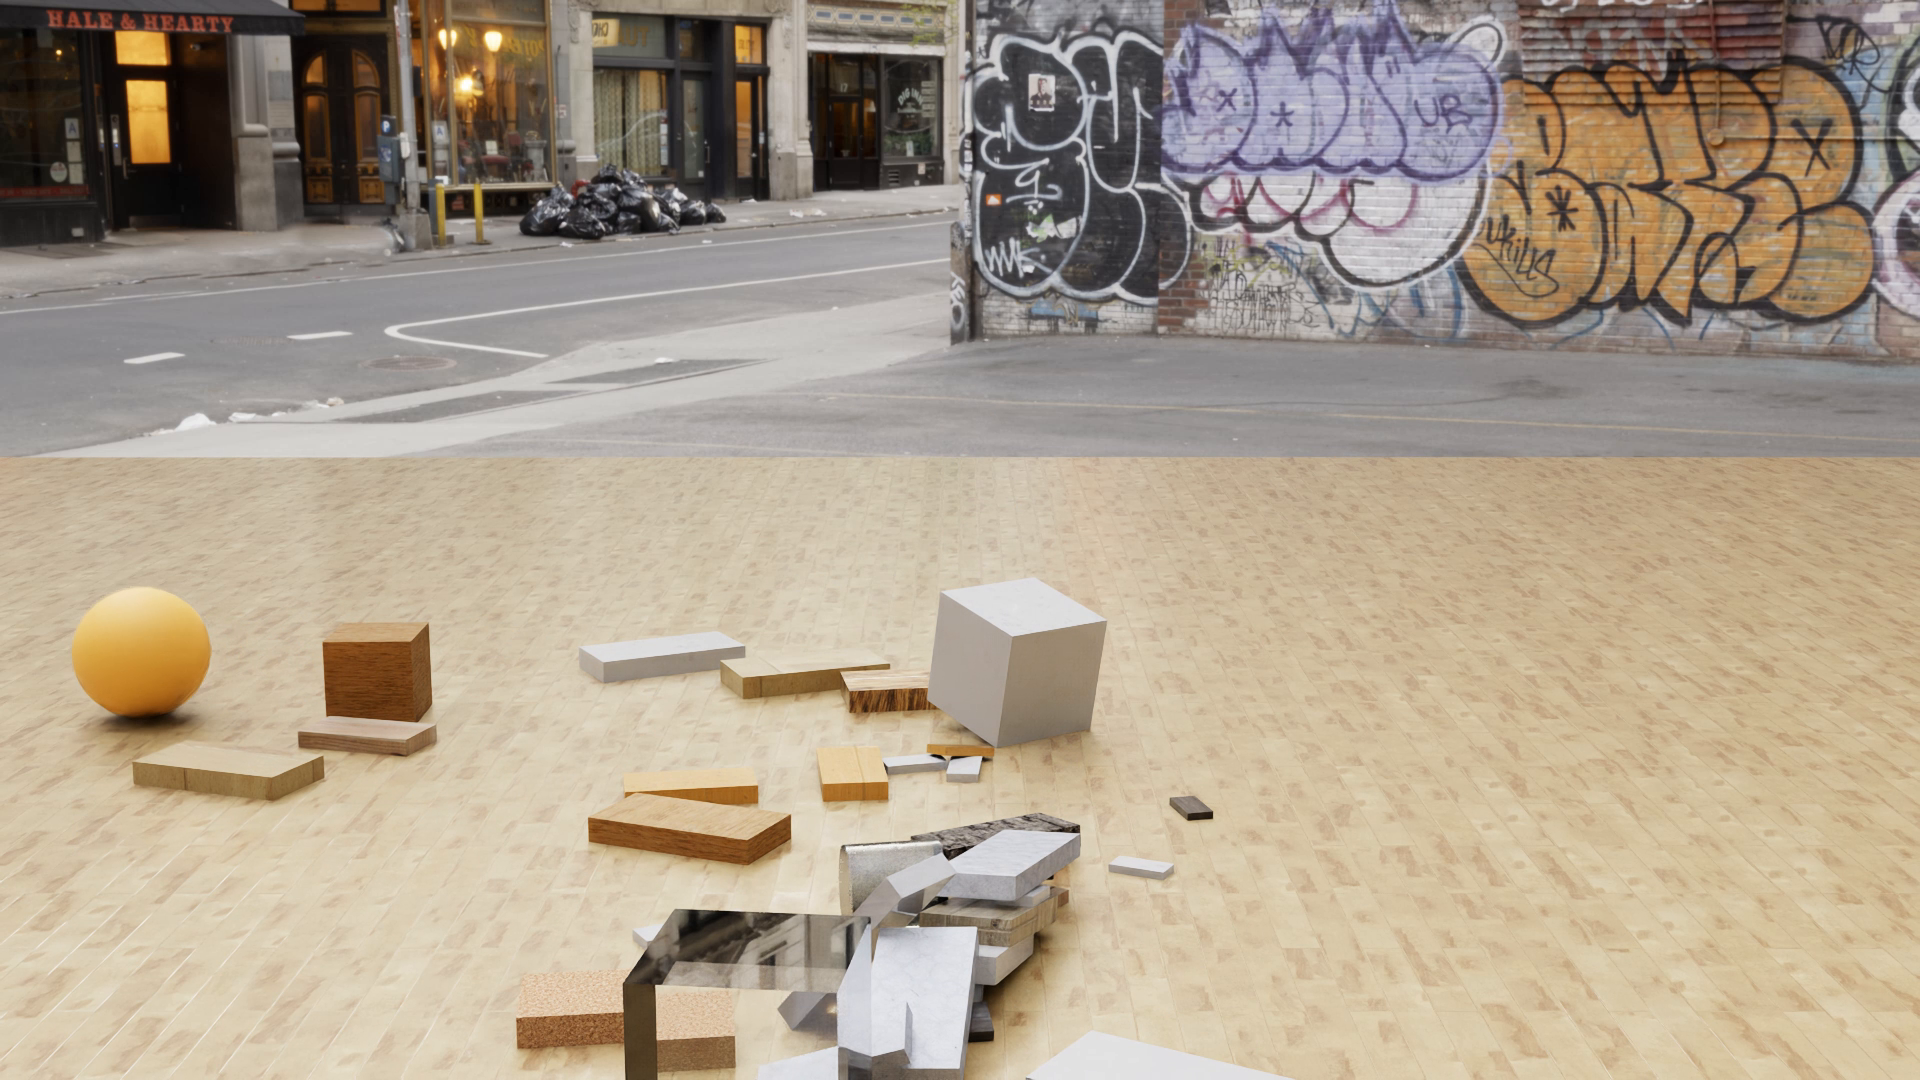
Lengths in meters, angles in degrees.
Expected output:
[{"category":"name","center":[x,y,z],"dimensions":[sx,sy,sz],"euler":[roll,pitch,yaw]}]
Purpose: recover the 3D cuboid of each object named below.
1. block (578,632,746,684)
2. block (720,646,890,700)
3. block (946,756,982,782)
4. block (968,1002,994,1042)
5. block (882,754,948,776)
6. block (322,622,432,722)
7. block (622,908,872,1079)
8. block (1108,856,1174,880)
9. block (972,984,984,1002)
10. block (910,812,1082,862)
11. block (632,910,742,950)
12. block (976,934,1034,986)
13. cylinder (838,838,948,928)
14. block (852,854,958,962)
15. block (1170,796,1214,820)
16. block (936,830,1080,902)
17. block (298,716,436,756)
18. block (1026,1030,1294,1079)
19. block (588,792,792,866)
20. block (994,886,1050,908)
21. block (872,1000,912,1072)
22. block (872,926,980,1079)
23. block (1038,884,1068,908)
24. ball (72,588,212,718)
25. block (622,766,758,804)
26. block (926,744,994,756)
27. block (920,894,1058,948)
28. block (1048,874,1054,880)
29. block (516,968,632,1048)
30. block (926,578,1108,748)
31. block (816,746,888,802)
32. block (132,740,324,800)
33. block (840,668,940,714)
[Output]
[{"category":"block","center":[-0.707,0.276,5.222],"dimensions":[0.353,0.050,0.176],"euler":[-6,12,-28]},{"category":"block","center":[-0.357,0.305,5.067],"dimensions":[0.353,0.050,0.176],"euler":[-4,11,-22]},{"category":"block","center":[0.009,0.454,4.355],"dimensions":[0.062,0.018,0.124],"euler":[1,11,4]},{"category":"block","center":[-0.020,0.680,3.087],"dimensions":[0.126,0.018,0.063],"euler":[-2,28,-10]},{"category":"block","center":[-0.092,0.447,4.390],"dimensions":[0.124,0.018,0.062],"euler":[-3,11,-17]},{"category":"block","center":[-1.262,0.290,4.773],"dimensions":[0.186,0.186,0.186],"euler":[0,11,-2]},{"category":"block","center":[-0.257,0.631,2.740],"dimensions":[0.258,0.258,0.258],"euler":[1,11,6]},{"category":"block","center":[0.312,0.563,3.776],"dimensions":[0.101,0.014,0.050],"euler":[5,12,26]},{"category":"block","center":[-0.001,0.670,3.190],"dimensions":[0.063,0.018,0.126],"euler":[1,11,5]},{"category":"block","center":[0.063,0.522,3.816],"dimensions":[0.265,0.037,0.132],"euler":[-6,6,-30]},{"category":"block","center":[-0.420,0.617,3.478],"dimensions":[0.183,0.017,0.060],"euler":[-6,12,-29]},{"category":"block","center":[0.014,0.612,3.270],"dimensions":[0.140,0.040,0.280],"euler":[2,-1,13]},{"category":"cylinder","center":[-0.106,0.551,3.466],"dimensions":[0.150,0.150,0.150],"euler":[-2,11,-11]},{"category":"block","center":[-0.126,0.564,3.203],"dimensions":[0.037,0.265,0.132],"euler":[51,33,18]},{"category":"block","center":[0.432,0.501,4.110],"dimensions":[0.050,0.014,0.101],"euler":[-3,11,-14]},{"category":"block","center":[0.079,0.515,3.501],"dimensions":[0.132,0.037,0.406],"euler":[1,2,17]},{"category":"block","center":[-1.229,0.406,4.562],"dimensions":[0.249,0.035,0.125],"euler":[3,11,16]},{"category":"block","center":[0.282,0.721,2.824],"dimensions":[0.355,0.050,0.178],"euler":[7,12,31]},{"category":"block","center":[-0.484,0.516,3.942],"dimensions":[0.324,0.046,0.162],"euler":[5,11,23]},{"category":"block","center":[0.097,0.549,3.399],"dimensions":[0.060,0.017,0.121],"euler":[2,-1,15]},{"category":"block","center":[-0.157,0.674,2.918],"dimensions":[0.187,0.027,0.094],"euler":[-16,28,9]},{"category":"block","center":[-0.056,0.639,3.017],"dimensions":[0.140,0.040,0.280],"euler":[-2,31,7]},{"category":"block","center":[0.102,0.594,3.585],"dimensions":[0.078,0.022,0.156],"euler":[8,13,35]},{"category":"ball","center":[-1.770,0.244,4.759],"dimensions":[0.282,0.282,0.282],"euler":[0,11,0]},{"category":"block","center":[-0.515,0.474,4.199],"dimensions":[0.249,0.035,0.125],"euler":[-2,11,-10]},{"category":"block","center":[0.001,0.424,4.434],"dimensions":[0.124,0.018,0.062],"euler":[5,-2,-37]},{"category":"block","center":[0.047,0.575,3.358],"dimensions":[0.140,0.040,0.280],"euler":[2,-1,17]},{"category":"block","center":[0.093,0.540,3.644],"dimensions":[0.078,0.022,0.156],"euler":[0,2,-17]},{"category":"block","center":[-0.464,0.664,3.144],"dimensions":[0.324,0.046,0.162],"euler":[-1,11,-8]},{"category":"block","center":[0.118,0.255,4.657],"dimensions":[0.252,0.252,0.252],"euler":[-8,25,-36]},{"category":"block","center":[-0.212,0.455,4.298],"dimensions":[0.125,0.035,0.249],"euler":[-1,11,-6]},{"category":"block","center":[-1.430,0.449,4.302],"dimensions":[0.324,0.046,0.162],"euler":[4,11,19]},{"category":"block","center":[-0.012,0.331,4.929],"dimensions":[0.495,0.050,0.176],"euler":[-2,11,-9]}]
